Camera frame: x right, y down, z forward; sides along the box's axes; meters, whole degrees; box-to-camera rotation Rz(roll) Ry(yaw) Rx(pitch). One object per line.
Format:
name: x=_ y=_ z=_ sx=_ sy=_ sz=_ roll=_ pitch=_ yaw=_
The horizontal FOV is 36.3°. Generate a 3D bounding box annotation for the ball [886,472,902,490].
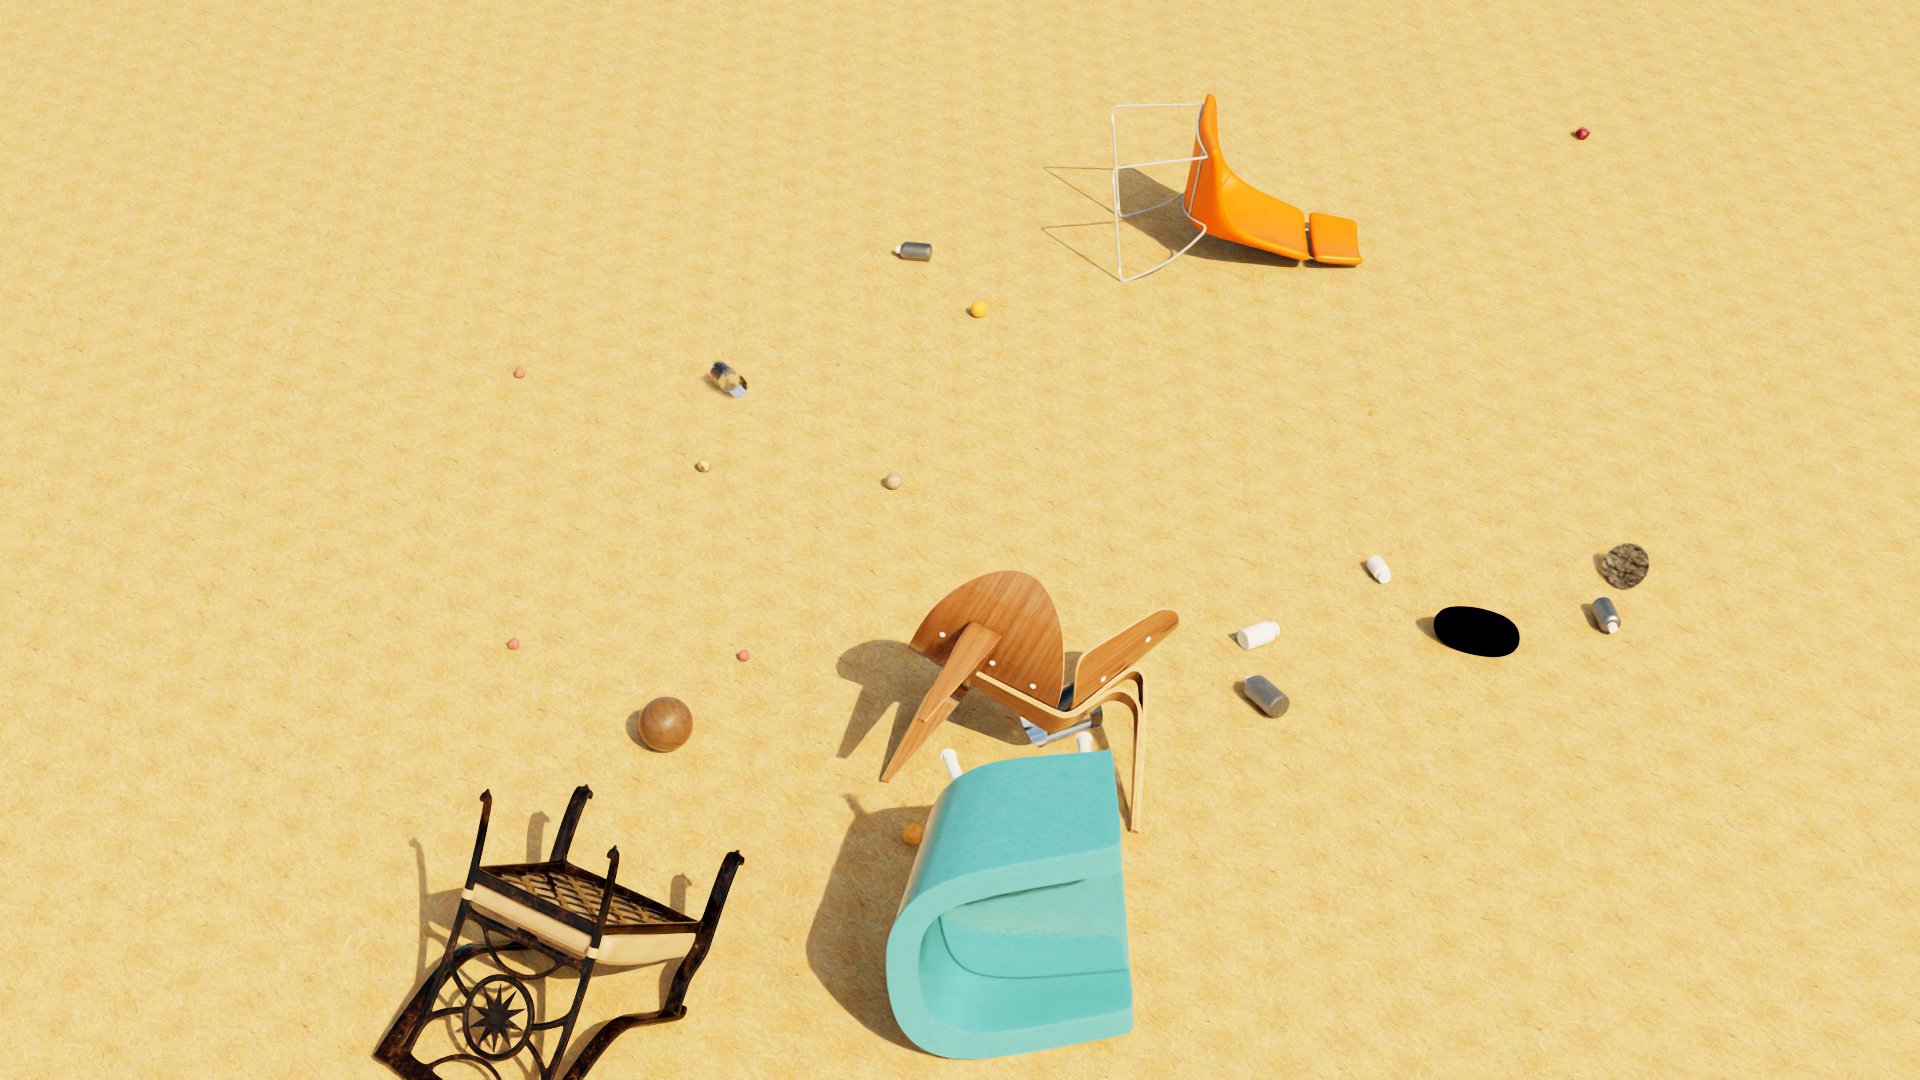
ball: x=-0.253 y=-0.227 z=11.229 sx=0.065 sy=0.065 sz=0.065 roll=0 pitch=33 yaw=0

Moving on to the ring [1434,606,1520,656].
ring: x=1.821 y=0.322 z=10.336 sx=0.310 sy=0.134 sz=0.139 roll=12 pitch=38 yaw=21

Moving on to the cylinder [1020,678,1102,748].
cylinder: x=0.342 y=0.586 z=9.911 sx=0.220 sy=0.160 sz=0.183 roll=-24 pitch=25 yaw=-10

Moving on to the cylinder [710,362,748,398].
cylinder: x=-0.931 y=-0.646 z=11.814 sx=0.089 sy=0.134 sz=0.110 roll=-47 pitch=46 yaw=-3

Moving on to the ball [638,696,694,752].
ball: x=-0.987 y=0.617 z=9.841 sx=0.185 sy=0.185 sz=0.185 roll=0 pitch=33 yaw=0

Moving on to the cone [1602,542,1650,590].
cone: x=2.453 y=0.111 z=10.717 sx=0.185 sy=0.178 sz=0.097 roll=34 pitch=3 yaw=42

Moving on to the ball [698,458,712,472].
ball: x=-0.987 y=-0.290 z=11.336 sx=0.053 sy=0.053 sz=0.053 roll=0 pitch=33 yaw=0
